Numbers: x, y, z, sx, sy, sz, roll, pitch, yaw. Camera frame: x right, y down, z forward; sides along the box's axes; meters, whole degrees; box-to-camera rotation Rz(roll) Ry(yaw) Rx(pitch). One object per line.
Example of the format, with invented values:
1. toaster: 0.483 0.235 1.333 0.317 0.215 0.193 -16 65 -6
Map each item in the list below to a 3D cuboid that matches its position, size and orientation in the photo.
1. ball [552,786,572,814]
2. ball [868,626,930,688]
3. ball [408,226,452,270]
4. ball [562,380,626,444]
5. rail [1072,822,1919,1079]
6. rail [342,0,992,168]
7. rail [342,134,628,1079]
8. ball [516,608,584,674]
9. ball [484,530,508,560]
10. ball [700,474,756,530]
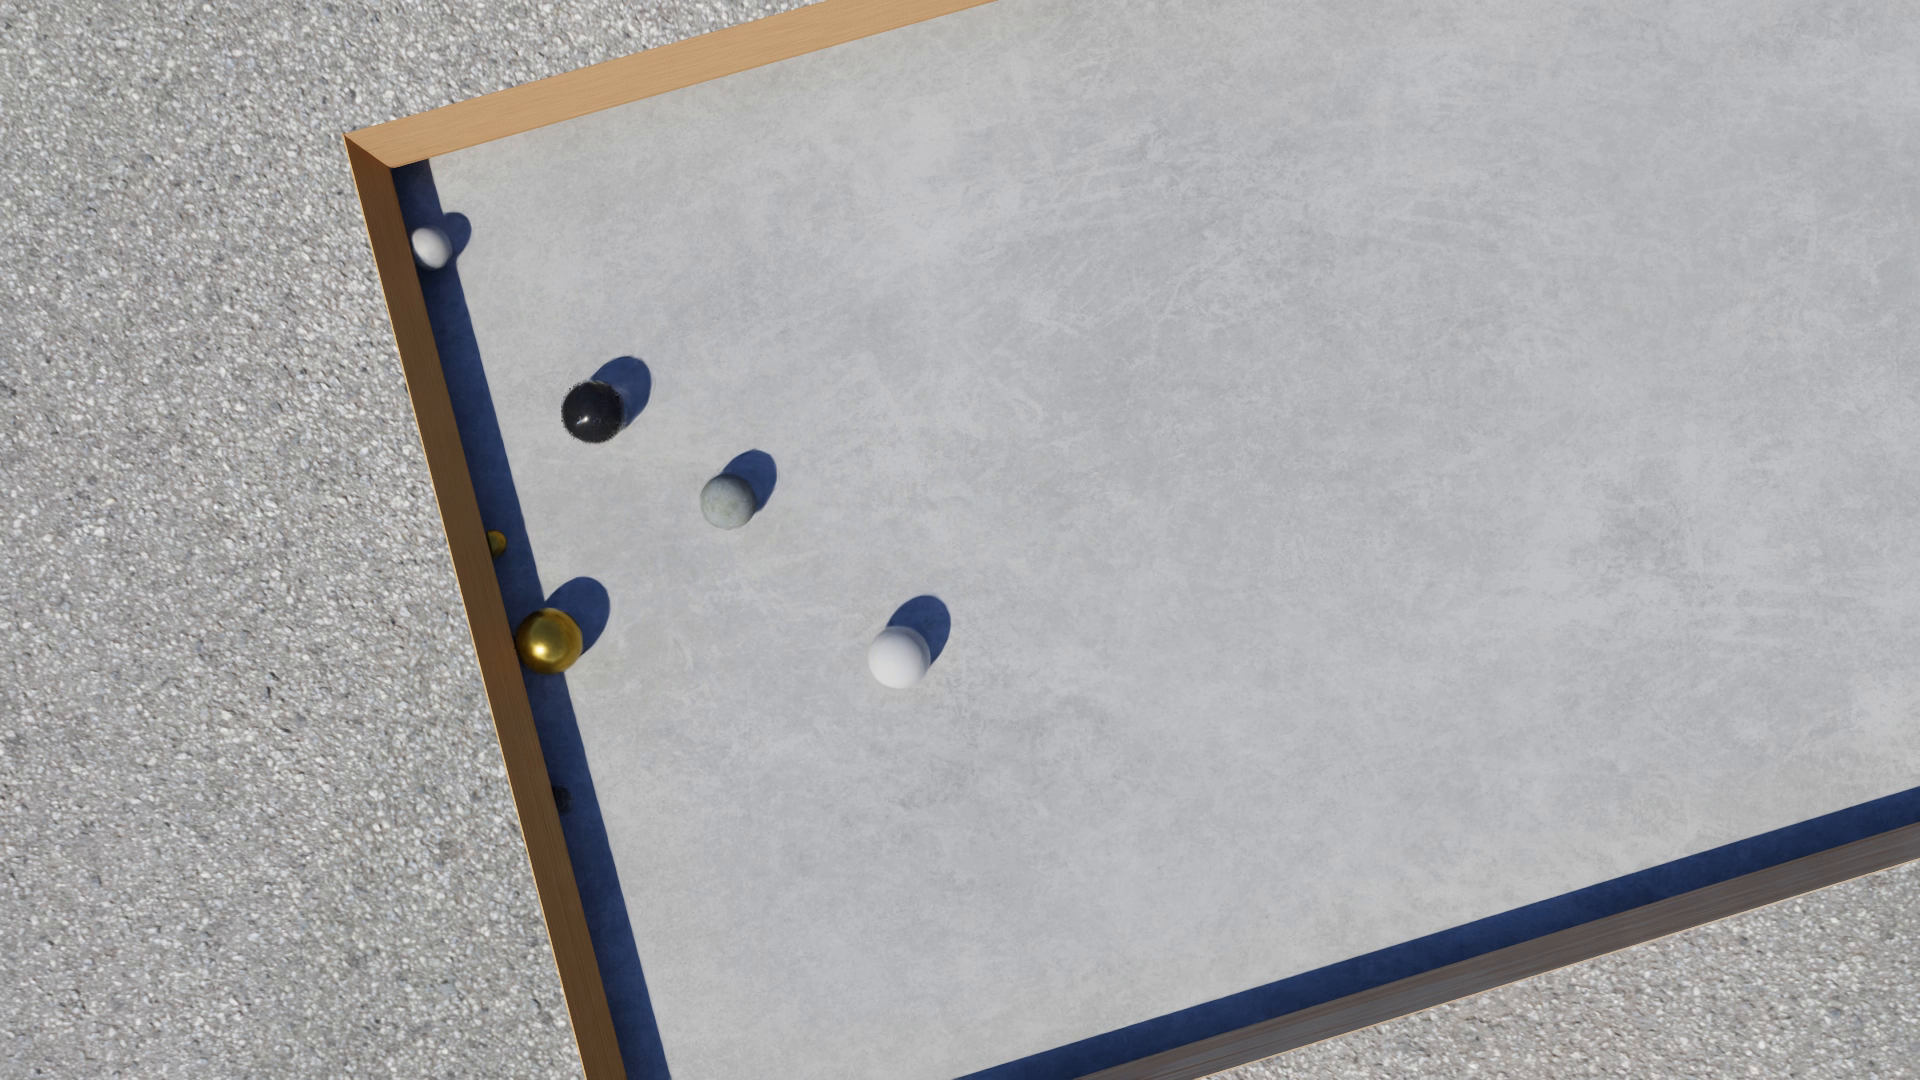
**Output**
1. ball: -0.591 0.382 3.231 0.043 0.043 0.043 0 80 0
2. ball: -0.090 0.172 3.244 0.093 0.093 0.093 0 80 0
3. ball: -0.813 -0.447 3.369 0.068 0.068 0.068 0 80 0
4. ball: -0.550 -0.192 3.309 0.096 0.096 0.096 0 80 0
5. rail: 0.922 0.566 3.153 2.880 0.129 0.045 -16 80 -3
6. rail: 0.459 -0.977 3.434 2.880 0.129 0.045 -16 80 -3
7. rail: -0.668 0.189 3.222 0.045 0.129 1.683 -16 80 -3
8. ball: -0.606 0.149 3.245 0.099 0.099 0.099 0 80 0
9. ball: -0.701 0.007 3.299 0.045 0.045 0.045 0 80 0
10. ball: -0.346 -0.057 3.290 0.084 0.084 0.084 0 80 0
